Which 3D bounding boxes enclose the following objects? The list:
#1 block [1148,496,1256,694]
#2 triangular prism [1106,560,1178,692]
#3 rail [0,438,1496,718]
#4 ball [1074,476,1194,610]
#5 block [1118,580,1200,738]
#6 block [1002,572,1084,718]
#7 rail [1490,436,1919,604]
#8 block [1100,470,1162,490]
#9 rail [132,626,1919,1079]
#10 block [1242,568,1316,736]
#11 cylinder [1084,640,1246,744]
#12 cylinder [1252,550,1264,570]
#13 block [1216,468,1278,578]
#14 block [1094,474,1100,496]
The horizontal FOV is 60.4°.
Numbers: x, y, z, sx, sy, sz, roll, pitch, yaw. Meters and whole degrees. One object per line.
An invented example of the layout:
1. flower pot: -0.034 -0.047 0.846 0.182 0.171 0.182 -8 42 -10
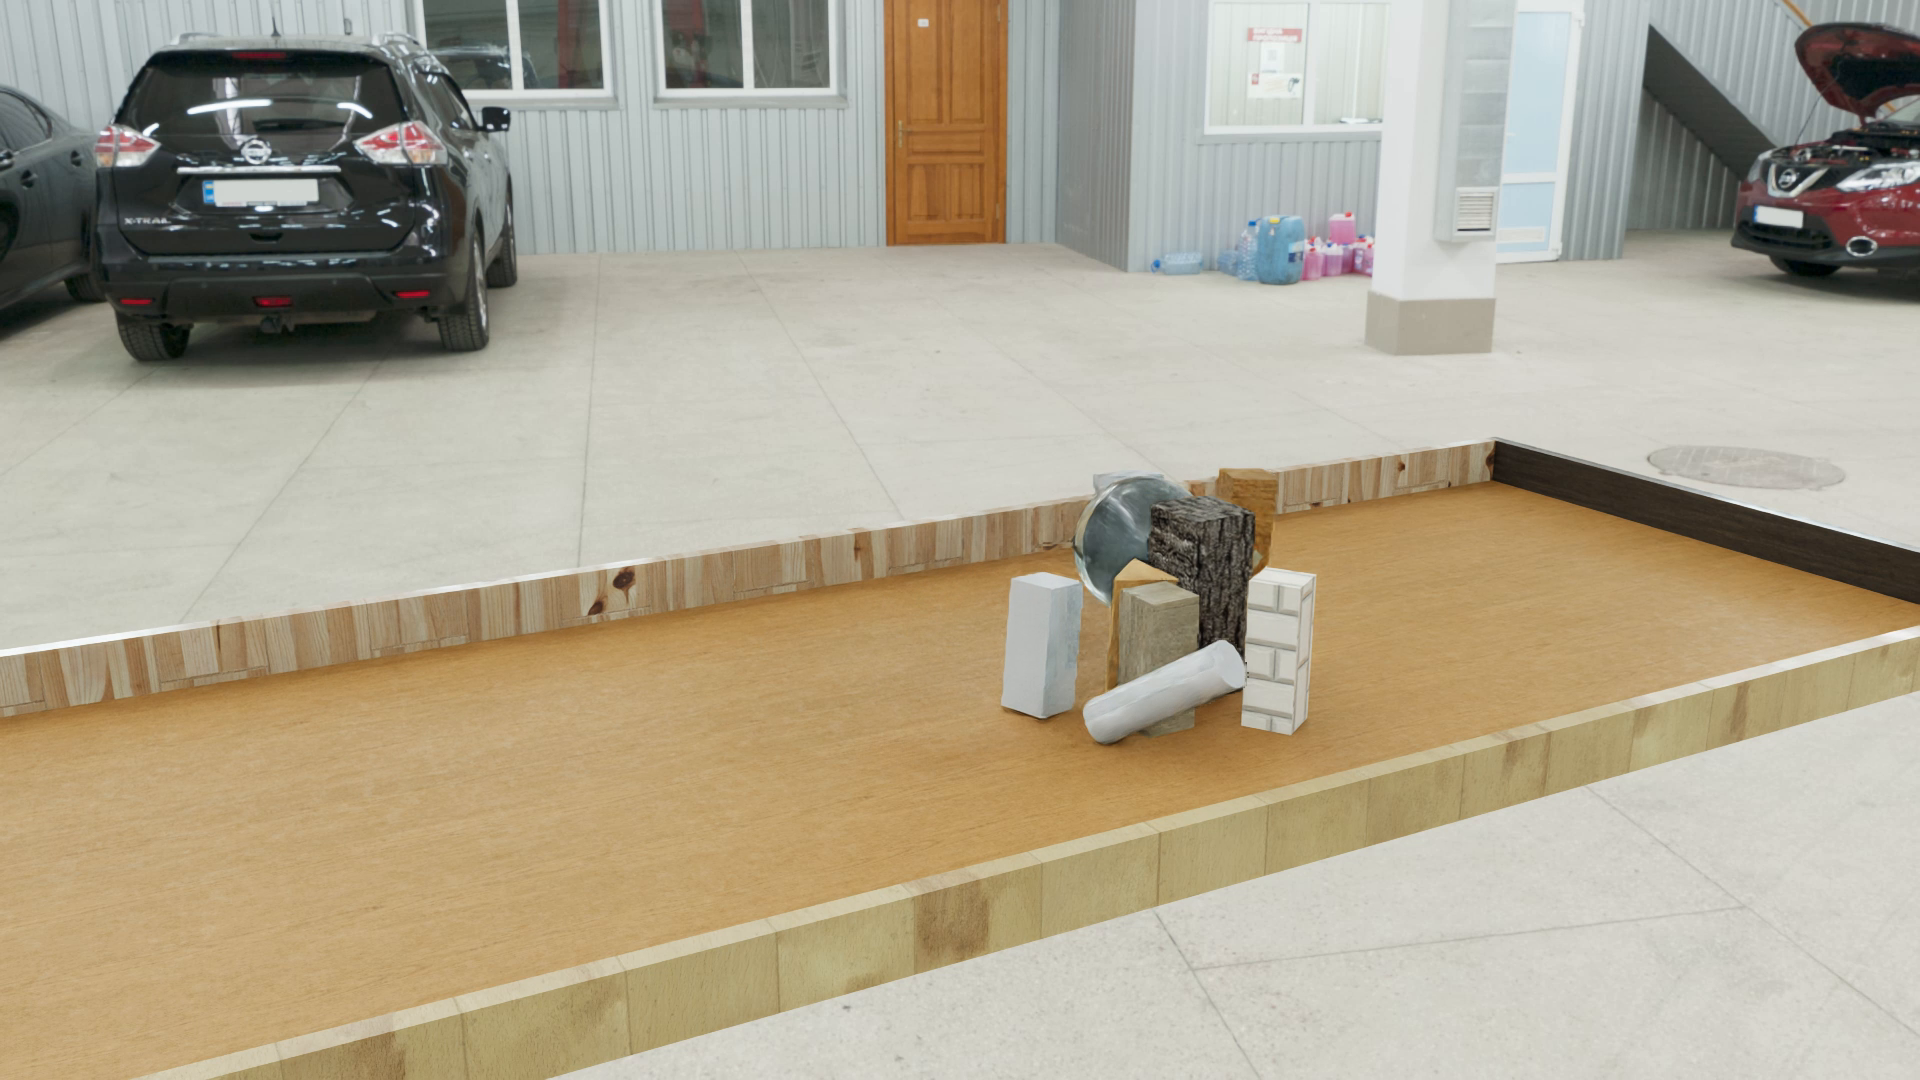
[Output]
1. block: 0.586 0.143 4.053 0.179 0.458 0.179 -9 19 -28
2. triangular prism: 0.432 0.213 4.063 0.155 0.305 0.134 0 21 -8
3. rail: -3.305 0.497 3.399 12.000 0.150 0.050 -9 18 -27
4. ball: 0.498 0.018 4.466 0.383 0.383 0.383 0 16 0
5. block: 0.460 0.277 3.840 0.130 0.324 0.130 -9 19 -29
6. block: 0.197 0.249 3.933 0.124 0.314 0.124 14 16 40
7. rail: 2.466 -0.048 5.253 0.050 0.150 2.100 -9 18 -27
8. block: 0.494 -0.018 4.760 0.131 0.352 0.131 -7 11 -29
9. rail: -2.336 1.006 1.665 12.000 0.150 0.050 -9 18 -27
10. block: 0.743 0.258 3.845 0.121 0.357 0.121 9 19 28
11. cylinder: 0.450 0.342 3.660 0.377 0.110 0.110 -30 -4 37
12. cylinder: 0.646 0.143 4.287 0.105 0.329 0.105 36 7 -5
13. block: 0.756 0.033 4.459 0.121 0.435 0.121 1 16 -11
14. block: 0.473 -0.040 4.900 0.105 0.312 0.105 -4 4 -25
